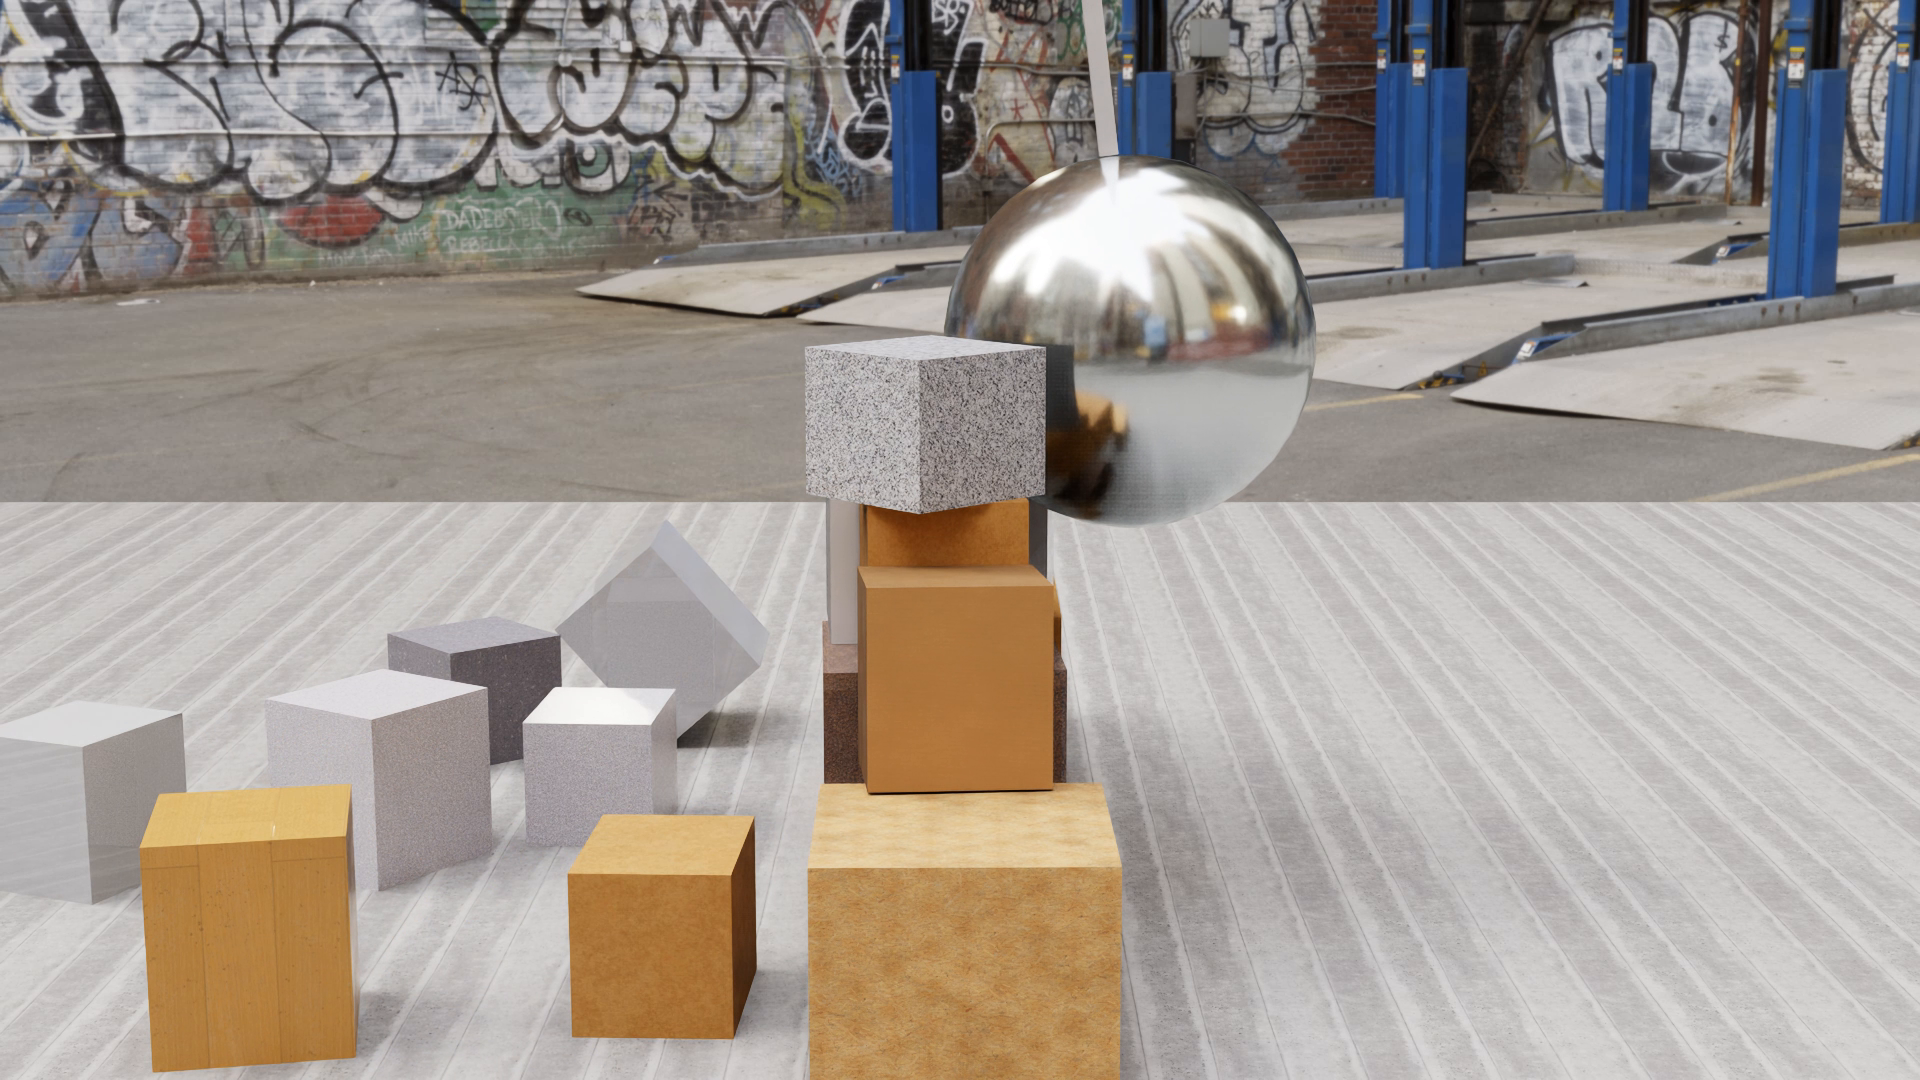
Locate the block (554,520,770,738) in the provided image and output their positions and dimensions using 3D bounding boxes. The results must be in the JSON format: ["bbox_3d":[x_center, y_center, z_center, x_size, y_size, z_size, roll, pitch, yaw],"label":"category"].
[{"bbox_3d":[-1.586,0.493,13.812,0.676,0.855,0.827,-41,8,6],"label":"block"}]

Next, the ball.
[{"bbox_3d":[0.728,-0.851,11.026,1.600,1.600,1.600,0,10,0],"label":"ball"}]

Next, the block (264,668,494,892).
[{"bbox_3d":[-2.610,1.065,11.559,0.670,0.770,0.705,7,12,33],"label":"block"}]

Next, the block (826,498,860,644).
[{"bbox_3d":[-0.202,0.045,11.101,0.735,0.660,0.719,-1,10,-4],"label":"block"}]

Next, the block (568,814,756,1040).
[{"bbox_3d":[-1.119,1.460,9.776,0.598,0.630,0.759,0,10,2],"label":"block"}]

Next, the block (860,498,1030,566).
[{"bbox_3d":[-0.074,0.147,10.401,0.633,0.710,0.670,-1,10,-5],"label":"block"}]

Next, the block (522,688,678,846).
[{"bbox_3d":[-1.683,1.063,12.091,0.590,0.583,0.692,1,10,3],"label":"block"}]

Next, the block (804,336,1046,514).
[{"bbox_3d":[-0.137,-0.472,10.179,0.680,0.587,0.666,-10,14,-43],"label":"block"}]

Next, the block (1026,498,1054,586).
[{"bbox_3d":[-0.017,0.047,11.918,0.876,0.706,0.776,1,13,4],"label":"block"}]

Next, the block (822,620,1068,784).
[{"bbox_3d":[-0.087,0.999,10.883,0.981,1.140,1.003,-1,10,-3],"label":"block"}]

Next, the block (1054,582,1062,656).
[{"bbox_3d":[0.001,0.755,12.687,0.958,0.975,0.999,0,10,0],"label":"block"}]

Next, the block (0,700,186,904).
[{"bbox_3d":[-3.863,1.145,11.318,0.588,0.698,0.647,4,11,22],"label":"block"}]

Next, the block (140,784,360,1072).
[{"bbox_3d":[-2.599,1.414,9.464,0.704,0.832,0.697,-2,11,-11],"label":"block"}]

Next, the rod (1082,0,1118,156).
[{"bbox_3d":[0.315,-4.171,10.422,0.080,5.200,0.080,-7,10,1],"label":"rod"}]

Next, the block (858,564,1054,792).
[{"bbox_3d":[-0.029,0.512,9.751,0.686,0.757,0.688,-1,6,-5],"label":"block"}]

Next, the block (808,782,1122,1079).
[{"bbox_3d":[0.010,1.440,9.161,1.052,0.890,1.034,0,10,-1],"label":"block"}]

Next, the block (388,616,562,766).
[{"bbox_3d":[-2.539,0.797,13.448,0.655,0.620,0.638,-9,14,-41],"label":"block"}]
